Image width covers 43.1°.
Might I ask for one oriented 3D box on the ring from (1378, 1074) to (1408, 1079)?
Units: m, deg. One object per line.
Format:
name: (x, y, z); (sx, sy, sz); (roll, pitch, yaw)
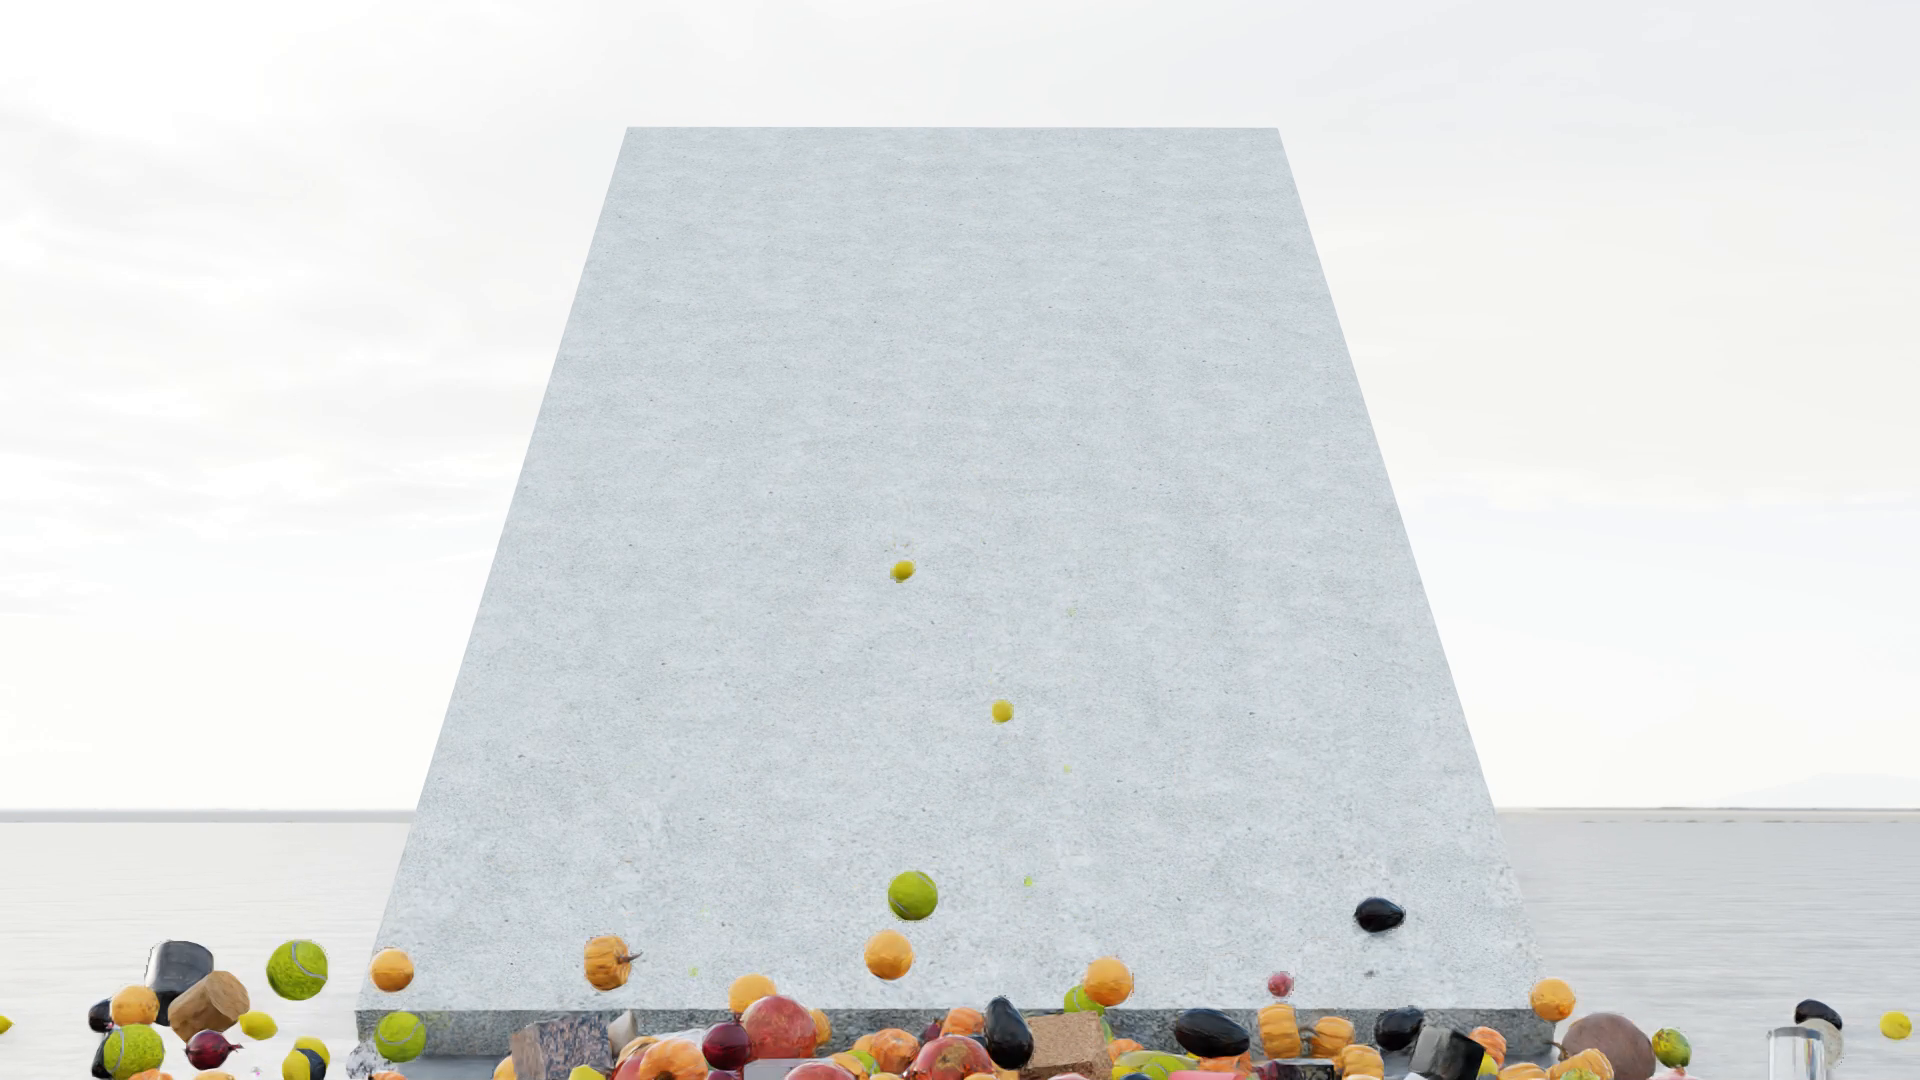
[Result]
ring: (0.624, 0.757, 3.320); (0.129, 0.043, 0.129); (1, -7, 0)

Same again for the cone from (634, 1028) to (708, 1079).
cone: (-0.433, 0.740, 3.531); (0.096, 0.096, 0.096); (26, -17, -24)

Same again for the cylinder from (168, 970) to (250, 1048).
cylinder: (-1.123, 0.701, 3.632); (0.084, 0.084, 0.084); (-38, -18, 14)

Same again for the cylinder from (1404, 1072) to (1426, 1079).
cylinder: (0.599, 0.729, 3.175); (0.055, 0.055, 0.055); (-3, 4, 24)

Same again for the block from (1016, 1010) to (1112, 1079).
block: (0.136, 0.681, 3.130); (0.099, 0.099, 0.099); (-9, 28, 12)

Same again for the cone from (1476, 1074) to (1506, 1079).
cone: (0.707, 0.756, 3.250); (0.064, 0.064, 0.064); (0, -33, -1)

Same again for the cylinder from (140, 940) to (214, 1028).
cylinder: (-1.227, 0.696, 3.808); (0.096, 0.096, 0.096); (-2, -46, -2)

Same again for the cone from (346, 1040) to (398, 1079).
cone: (-0.867, 0.795, 3.618); (0.077, 0.077, 0.077); (0, -33, 1)

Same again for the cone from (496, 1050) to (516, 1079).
cone: (-0.621, 0.787, 3.569); (0.088, 0.088, 0.088); (26, -3, 9)

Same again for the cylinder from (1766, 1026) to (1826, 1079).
cylinder: (1.062, 0.663, 3.084); (0.070, 0.070, 0.070); (7, -28, 4)

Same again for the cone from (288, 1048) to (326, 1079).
cone: (-0.983, 0.797, 3.603); (0.061, 0.061, 0.061); (-2, 20, 16)

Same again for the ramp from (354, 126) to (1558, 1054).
ramp: (-0.014, -0.202, 5.774); (2.000, 0.100, 4.000); (0, 31, 0)

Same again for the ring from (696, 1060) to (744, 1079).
ring: (-0.371, 0.791, 3.590); (0.110, 0.037, 0.110); (0, -6, 0)

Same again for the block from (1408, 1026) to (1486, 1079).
block: (0.627, 0.667, 3.124); (0.060, 0.060, 0.060); (29, -19, -21)

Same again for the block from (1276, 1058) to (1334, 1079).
block: (0.460, 0.732, 3.234); (0.073, 0.073, 0.073); (-1, -7, 7)

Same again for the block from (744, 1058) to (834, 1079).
block: (-0.211, 0.695, 3.004); (0.095, 0.095, 0.095); (-1, -7, 7)

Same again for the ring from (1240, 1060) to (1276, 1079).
ring: (0.470, 0.779, 3.515); (0.134, 0.045, 0.134); (1, -7, 0)

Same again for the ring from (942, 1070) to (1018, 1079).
ring: (0.038, 0.758, 3.339); (0.140, 0.047, 0.140); (1, -7, 0)

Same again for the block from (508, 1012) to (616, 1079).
block: (-0.511, 0.670, 3.124); (0.094, 0.094, 0.094); (-3, -18, -34)

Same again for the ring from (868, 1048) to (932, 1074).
ring: (-0.093, 0.816, 3.799); (0.100, 0.033, 0.100); (0, -6, 0)

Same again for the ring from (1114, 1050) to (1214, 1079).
ring: (0.286, 0.748, 3.388); (0.148, 0.049, 0.148); (10, -20, 4)

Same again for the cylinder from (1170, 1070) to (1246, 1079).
cylinder: (0.307, 0.701, 3.012); (0.082, 0.082, 0.082); (-3, -7, 29)

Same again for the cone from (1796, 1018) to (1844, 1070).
cone: (1.370, 0.809, 3.857); (0.082, 0.082, 0.082); (-4, -22, 32)
